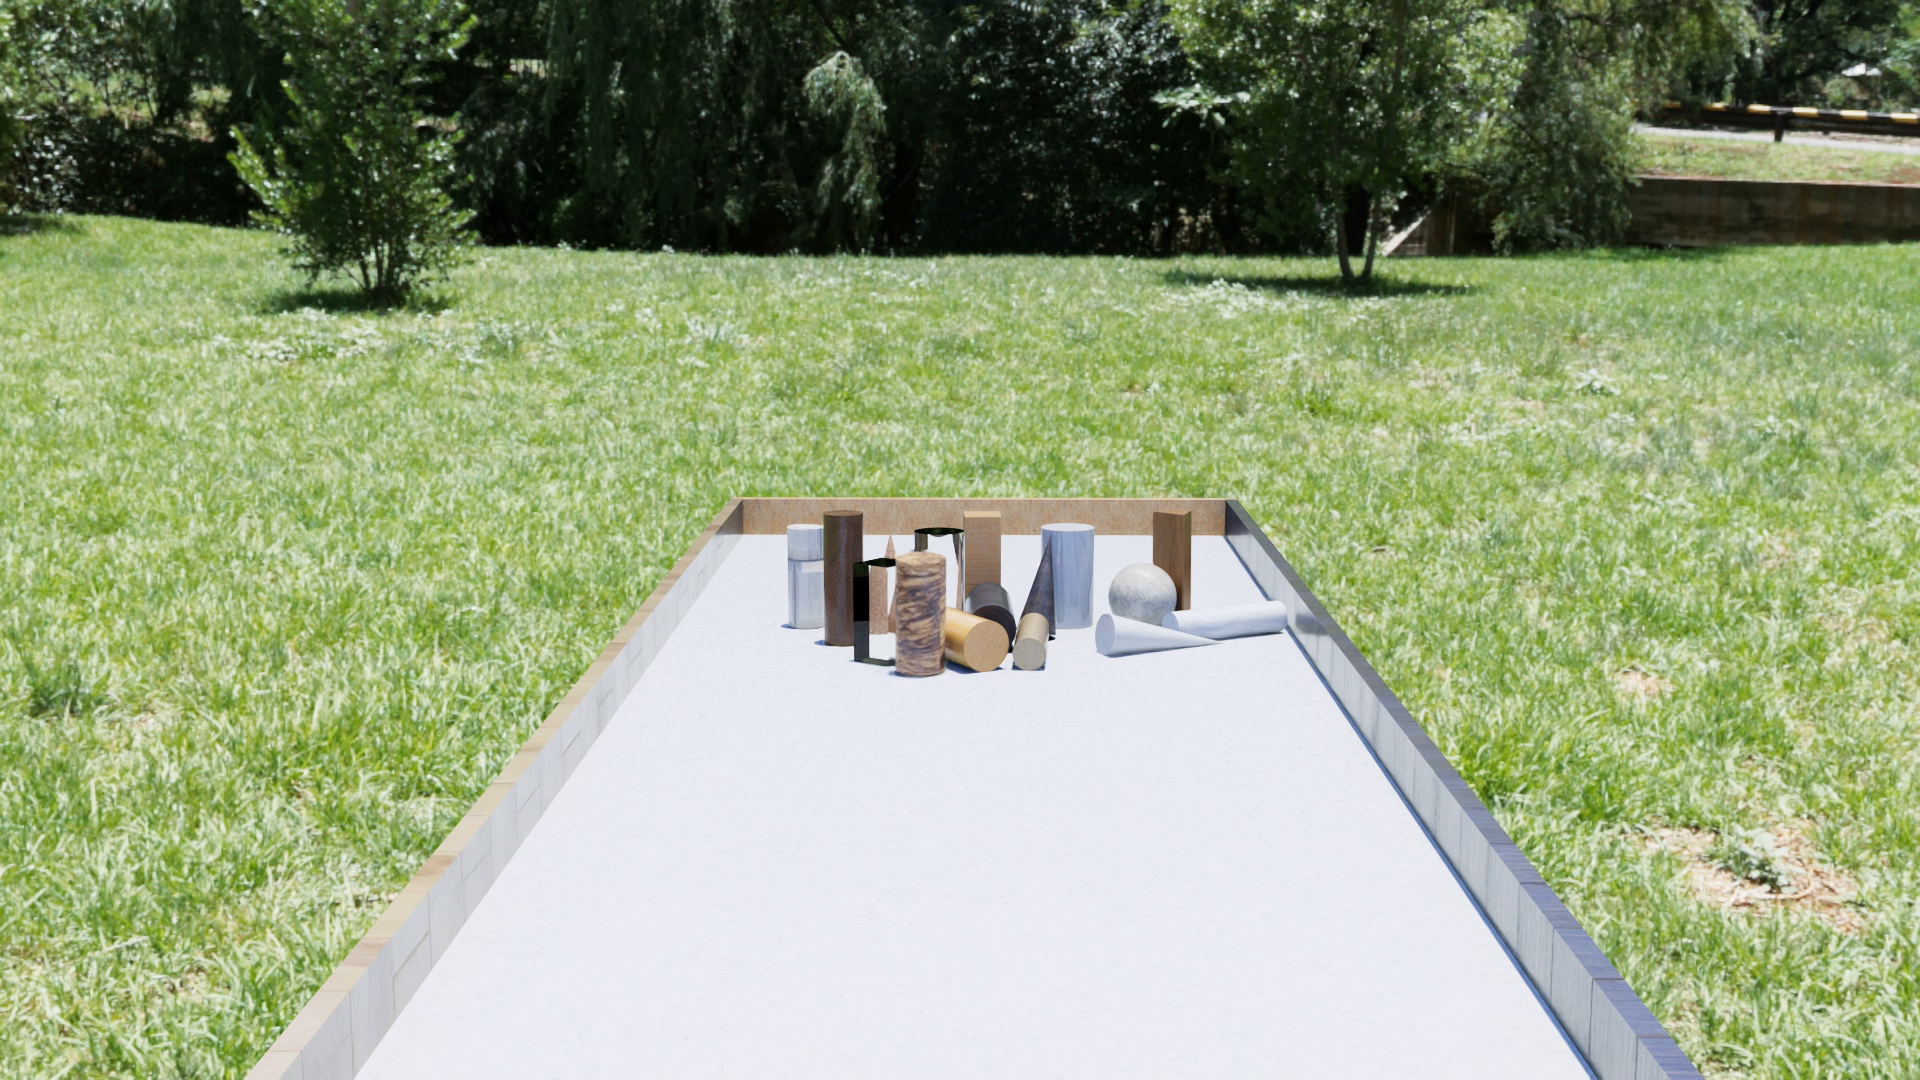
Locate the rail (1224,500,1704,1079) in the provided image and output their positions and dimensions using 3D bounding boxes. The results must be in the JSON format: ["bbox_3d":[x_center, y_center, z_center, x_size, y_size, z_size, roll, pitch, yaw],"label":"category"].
[{"bbox_3d":[1.046,0.843,3.208,0.050,0.150,12.000,0,9,1],"label":"rail"}]

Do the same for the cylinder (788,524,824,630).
[{"bbox_3d":[-0.504,0.120,7.199,0.121,0.330,0.121,0,9,0],"label":"cylinder"}]

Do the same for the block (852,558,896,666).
[{"bbox_3d":[-0.227,0.217,6.672,0.137,0.302,0.137,7,11,37],"label":"block"}]

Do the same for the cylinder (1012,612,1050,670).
[{"bbox_3d":[0.219,0.310,6.735,0.100,0.100,0.394,1,9,4],"label":"cylinder"}]

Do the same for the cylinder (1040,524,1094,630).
[{"bbox_3d":[0.353,0.118,7.228,0.176,0.325,0.176,0,9,0],"label":"cylinder"}]

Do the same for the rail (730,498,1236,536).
[{"bbox_3d":[0.099,-0.098,9.147,2.100,0.150,0.050,0,9,1],"label":"rail"}]

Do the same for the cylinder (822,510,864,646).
[{"bbox_3d":[-0.366,0.120,6.923,0.127,0.416,0.127,0,9,0],"label":"cylinder"}]

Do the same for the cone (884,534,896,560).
[{"bbox_3d":[-0.226,0.128,7.180,0.148,0.319,0.148,0,9,0],"label":"cone"}]

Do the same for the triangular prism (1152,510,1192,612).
[{"bbox_3d":[0.721,0.091,7.234,0.115,0.374,0.133,-8,11,-43],"label":"triangular prism"}]

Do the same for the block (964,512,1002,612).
[{"bbox_3d":[0.073,0.096,7.221,0.119,0.368,0.119,0,10,-2],"label":"block"}]

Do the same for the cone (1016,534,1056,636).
[{"bbox_3d":[0.267,0.137,7.037,0.130,0.323,0.130,9,-4,1],"label":"cone"}]

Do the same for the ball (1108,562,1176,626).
[{"bbox_3d":[0.592,0.185,7.132,0.222,0.222,0.222,0,9,0],"label":"ball"}]

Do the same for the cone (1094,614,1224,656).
[{"bbox_3d":[0.642,0.308,6.859,0.433,0.130,0.130,5,6,-24],"label":"cone"}]

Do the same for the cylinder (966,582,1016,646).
[{"bbox_3d":[0.096,0.245,6.976,0.153,0.153,0.398,0,9,-1],"label":"cylinder"}]

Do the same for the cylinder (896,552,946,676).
[{"bbox_3d":[-0.116,0.219,6.501,0.149,0.341,0.149,1,14,0],"label":"cylinder"}]

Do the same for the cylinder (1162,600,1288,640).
[{"bbox_3d":[0.849,0.262,7.038,0.418,0.100,0.100,-5,10,-28],"label":"cylinder"}]

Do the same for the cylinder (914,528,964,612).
[{"bbox_3d":[-0.066,0.148,6.936,0.158,0.357,0.158,0,9,0],"label":"cylinder"}]

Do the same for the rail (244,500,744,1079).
[{"bbox_3d":[-1.004,0.839,3.234,0.050,0.150,12.000,0,9,1],"label":"rail"}]

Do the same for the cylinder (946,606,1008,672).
[{"bbox_3d":[-0.012,0.290,6.680,0.155,0.155,0.368,-5,10,-29],"label":"cylinder"}]
